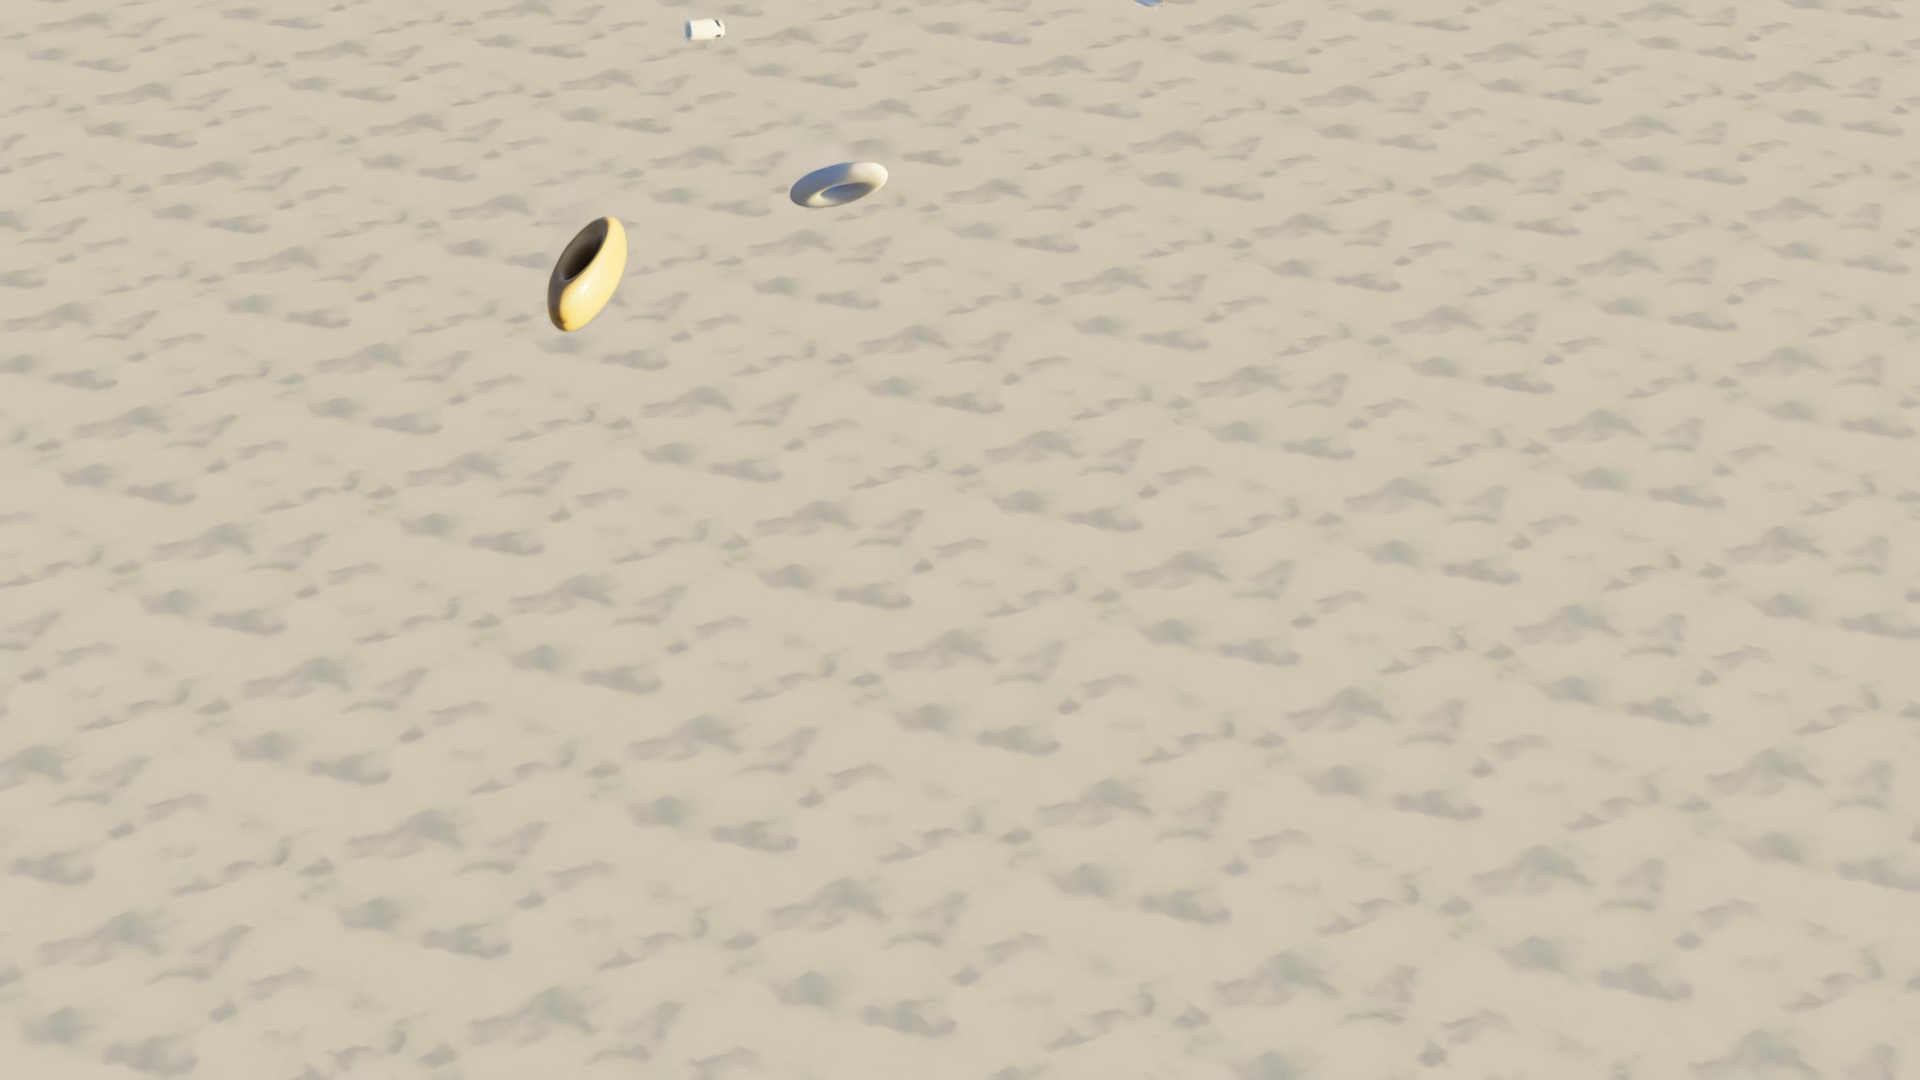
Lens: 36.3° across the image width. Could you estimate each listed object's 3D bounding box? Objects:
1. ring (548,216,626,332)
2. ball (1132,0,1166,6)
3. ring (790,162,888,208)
[{"bbox_3d":[-1.038,-0.744,8.173,0.150,0.147,0.435,6,44,19],"label":"ring"},{"bbox_3d":[0.553,-1.650,8.546,0.185,0.185,0.185,0,33,0],"label":"ball"},{"bbox_3d":[-0.360,-1.051,8.678,0.317,0.058,0.242,-17,-15,31],"label":"ring"}]
